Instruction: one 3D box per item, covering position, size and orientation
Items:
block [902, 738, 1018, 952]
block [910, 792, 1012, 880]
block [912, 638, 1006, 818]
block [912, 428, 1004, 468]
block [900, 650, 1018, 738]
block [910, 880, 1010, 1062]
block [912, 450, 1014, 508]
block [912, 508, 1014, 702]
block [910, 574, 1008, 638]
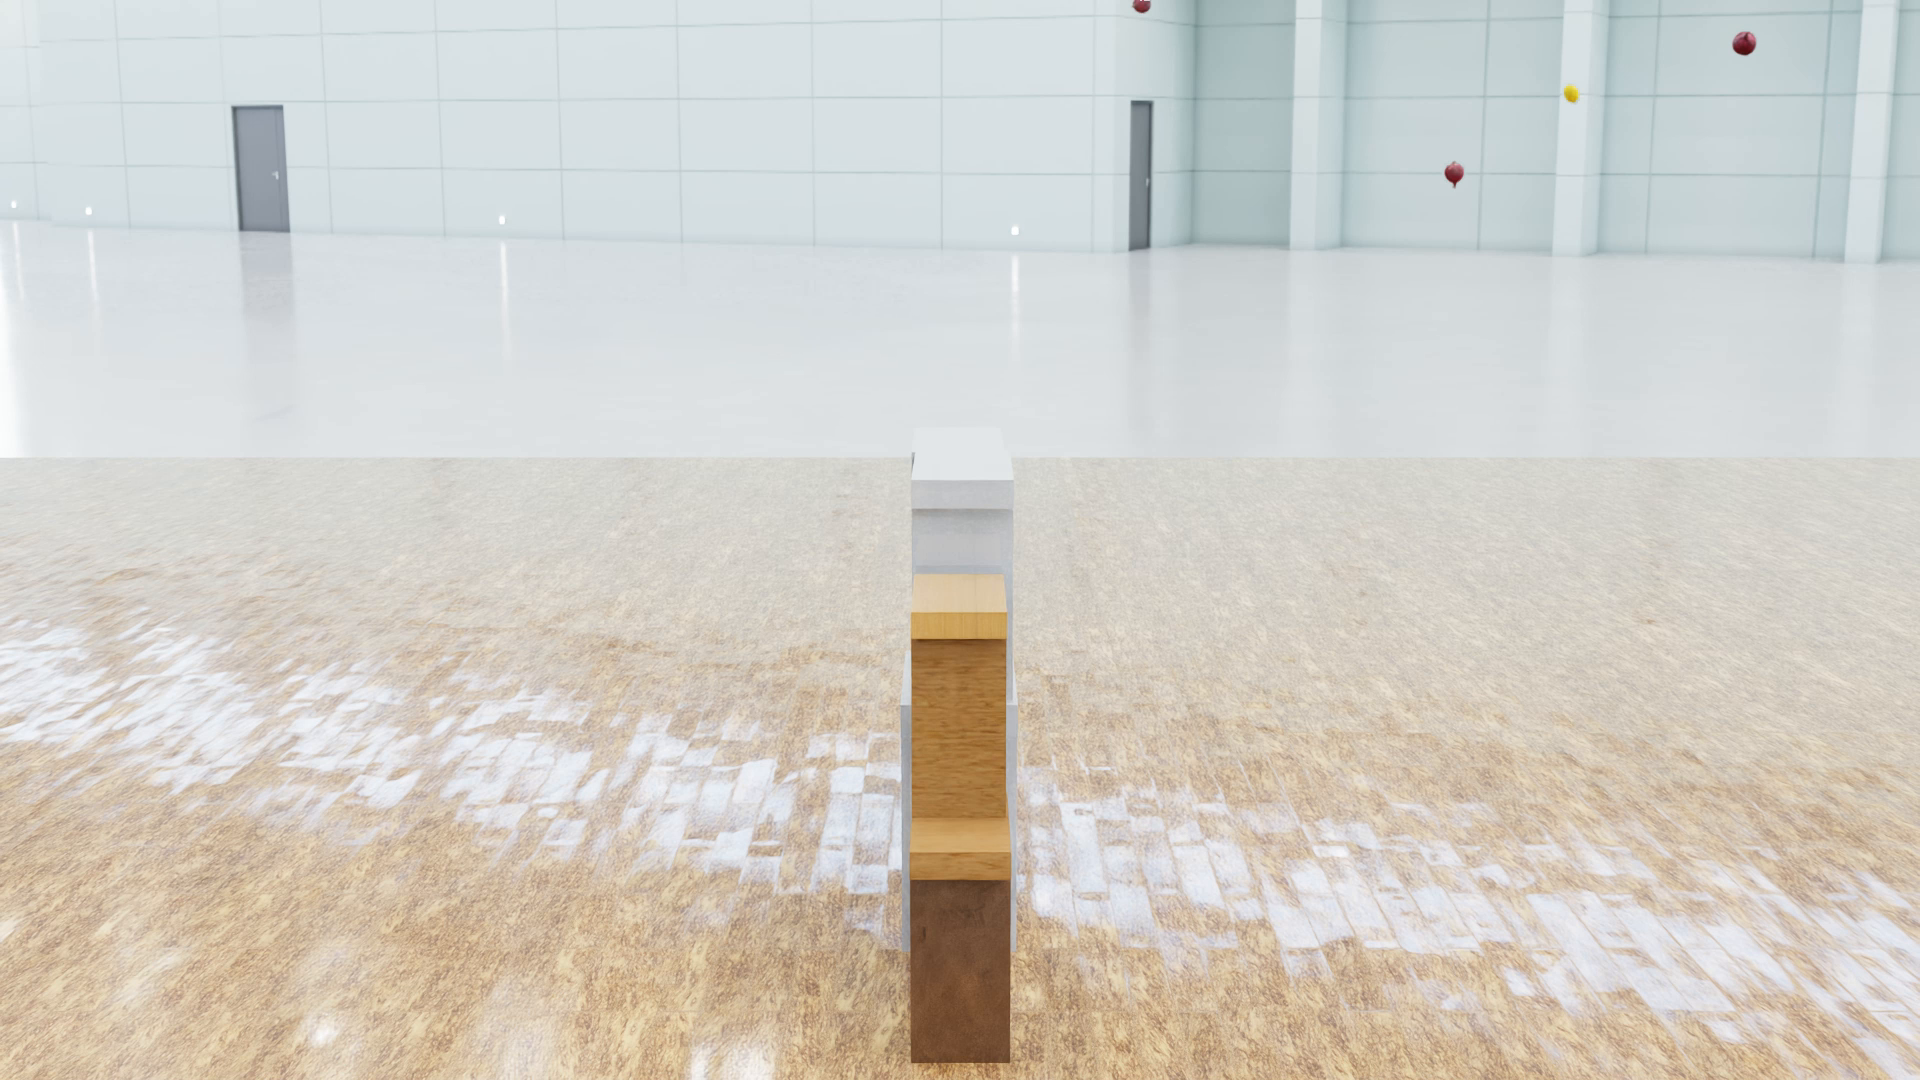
[{"bbox_3d":[-0.001,0.460,3.401,0.177,0.354,0.050,0,11,0],"label":"block"},{"bbox_3d":[0.001,0.409,3.056,0.135,0.038,0.271,0,11,0],"label":"block"},{"bbox_3d":[-0.002,0.255,3.060,0.131,0.262,0.037,0,11,0],"label":"block"},{"bbox_3d":[-0.003,-0.148,3.676,0.149,0.042,0.299,0,11,0],"label":"block"},{"bbox_3d":[-0.001,0.240,3.480,0.177,0.050,0.354,0,11,0],"label":"block"},{"bbox_3d":[0.001,0.577,2.996,0.135,0.271,0.038,0,11,0],"label":"block"},{"bbox_3d":[0.004,-0.095,3.376,0.151,0.043,0.301,0,11,0],"label":"block"},{"bbox_3d":[0.004,0.093,3.308,0.151,0.301,0.043,0,11,0],"label":"block"},{"bbox_3d":[-0.001,0.092,3.119,0.131,0.037,0.262,0,11,0],"label":"block"}]
